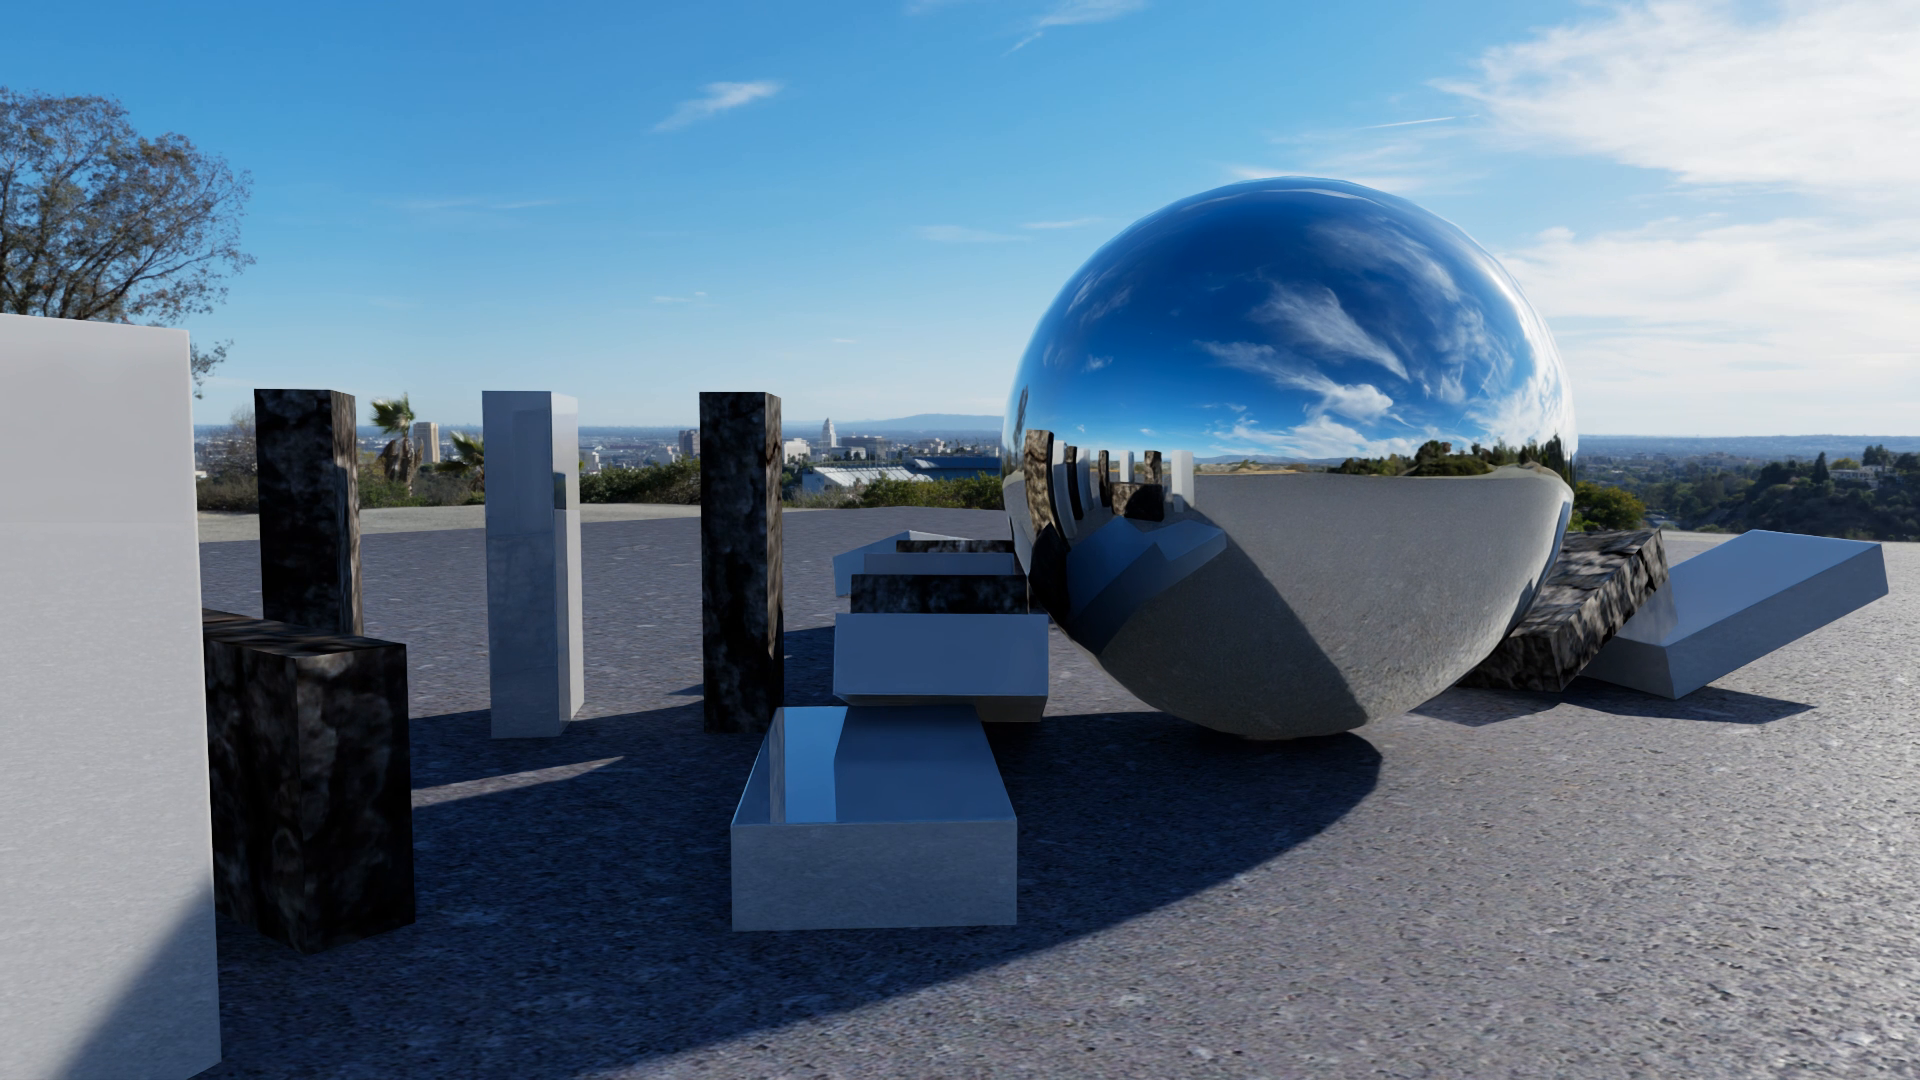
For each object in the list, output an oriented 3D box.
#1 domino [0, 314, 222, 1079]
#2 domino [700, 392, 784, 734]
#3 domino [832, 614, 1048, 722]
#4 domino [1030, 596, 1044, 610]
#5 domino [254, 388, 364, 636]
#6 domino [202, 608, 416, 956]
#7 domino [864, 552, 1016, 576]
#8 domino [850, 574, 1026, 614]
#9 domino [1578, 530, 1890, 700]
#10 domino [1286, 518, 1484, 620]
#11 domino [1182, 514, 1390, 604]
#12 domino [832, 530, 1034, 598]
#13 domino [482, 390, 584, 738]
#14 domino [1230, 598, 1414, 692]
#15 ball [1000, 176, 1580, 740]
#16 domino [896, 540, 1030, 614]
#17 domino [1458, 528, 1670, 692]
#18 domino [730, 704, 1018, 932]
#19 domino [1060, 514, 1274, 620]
[{"bbox_3d":[-0.060,0.012,0.077,0.009,0.050,0.025,2,5,21],"label":"domino"},{"bbox_3d":[-0.033,0.003,0.200,0.009,0.050,0.025,0,4,-3],"label":"domino"},{"bbox_3d":[-0.001,0.018,0.174,0.025,0.010,0.050,0,-11,3],"label":"domino"},{"bbox_3d":[0.020,0.012,0.346,0.050,0.009,0.025,3,5,32],"label":"domino"},{"bbox_3d":[-0.096,0.003,0.190,0.009,0.050,0.025,-1,5,-18],"label":"domino"},{"bbox_3d":[-0.071,0.021,0.125,0.050,0.025,0.009,3,5,37],"label":"domino"},{"bbox_3d":[-0.002,0.013,0.237,0.025,0.009,0.050,0,-14,3],"label":"domino"},{"bbox_3d":[-0.002,0.015,0.206,0.025,0.009,0.050,0,-13,3],"label":"domino"},{"bbox_3d":[0.136,0.012,0.231,0.050,0.010,0.025,-21,12,-15],"label":"domino"},{"bbox_3d":[0.103,0.008,0.293,0.025,0.009,0.050,-1,21,-41],"label":"domino"},{"bbox_3d":[0.083,0.007,0.317,0.025,0.009,0.050,-2,22,-43],"label":"domino"},{"bbox_3d":[-0.003,0.008,0.304,0.025,0.010,0.050,-18,-18,40],"label":"domino"},{"bbox_3d":[-0.065,0.003,0.196,0.009,0.050,0.025,-1,4,-8],"label":"domino"},{"bbox_3d":[0.071,0.019,0.247,0.025,0.010,0.050,2,5,26],"label":"domino"},{"bbox_3d":[0.046,-0.011,0.187,0.080,0.080,0.080,0,4,0],"label":"ball"},{"bbox_3d":[0.002,0.010,0.269,0.025,0.010,0.050,0,-13,4],"label":"domino"},{"bbox_3d":[0.105,0.012,0.232,0.050,0.009,0.025,-27,15,-39],"label":"domino"},{"bbox_3d":[-0.009,0.028,0.137,0.025,0.010,0.050,0,4,-4],"label":"domino"},{"bbox_3d":[0.054,0.006,0.333,0.050,0.009,0.025,22,16,32],"label":"domino"}]
